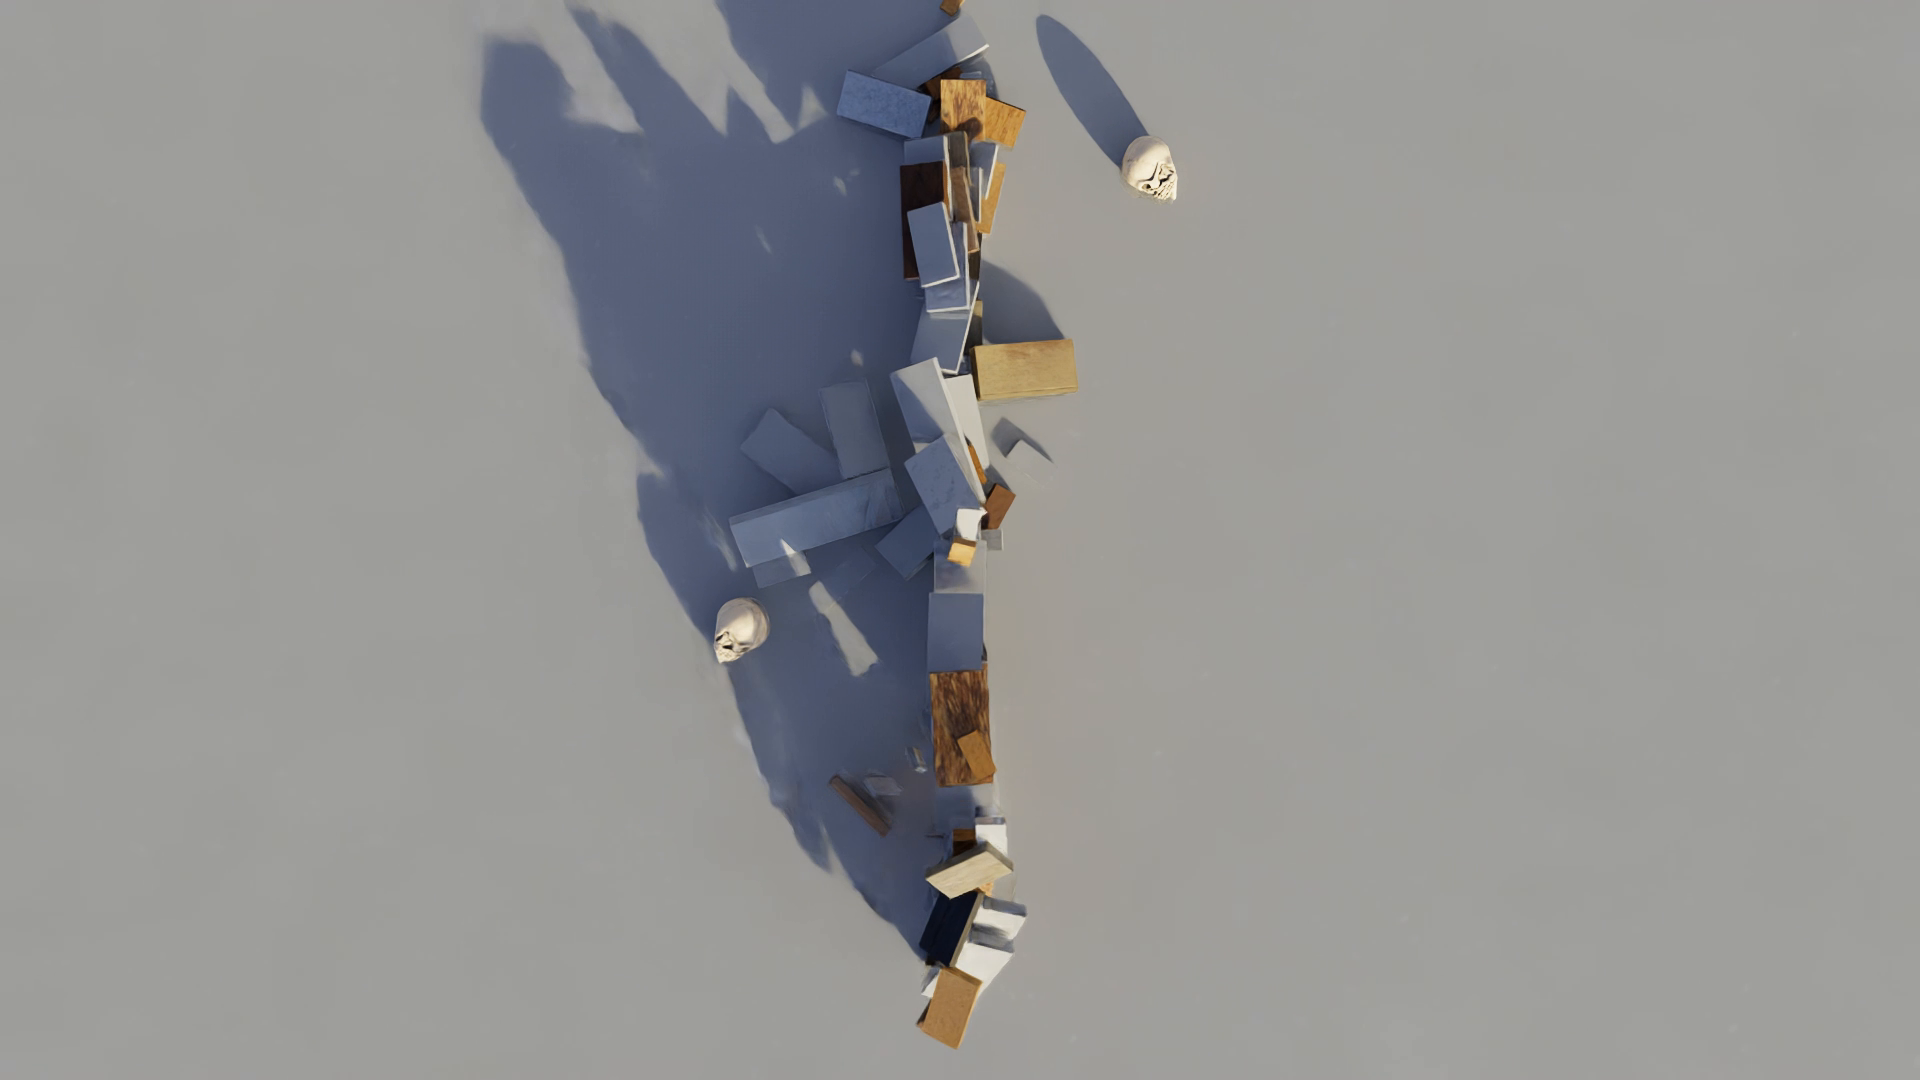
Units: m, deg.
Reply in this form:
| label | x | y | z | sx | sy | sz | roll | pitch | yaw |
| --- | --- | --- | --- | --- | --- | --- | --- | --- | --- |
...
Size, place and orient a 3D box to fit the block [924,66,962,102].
| label | x | y | z | sx | sy | sz | roll | pitch | yaw |
| --- | --- | --- | --- | --- | --- | --- | --- | --- | --- |
| block | -0.046 | -1.512 | 5.470 | 0.136 | 0.019 | 0.068 | -31 | 90 | -18 |

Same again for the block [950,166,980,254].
| label | x | y | z | sx | sy | sz | roll | pitch | yaw |
| --- | --- | --- | --- | --- | --- | --- | --- | --- | --- |
| block | -0.030 | -1.056 | 5.337 | 0.137 | 0.039 | 0.274 | -11 | 88 | 17 |

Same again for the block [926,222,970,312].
| label | x | y | z | sx | sy | sz | roll | pitch | yaw |
| --- | --- | --- | --- | --- | --- | --- | --- | --- | --- |
| block | -0.044 | -0.875 | 5.295 | 0.137 | 0.039 | 0.274 | -3 | 86 | 17 |

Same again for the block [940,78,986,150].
| label | x | y | z | sx | sy | sz | roll | pitch | yaw |
| --- | --- | --- | --- | --- | --- | --- | --- | --- | --- |
| block | 0.009 | -1.364 | 5.422 | 0.146 | 0.041 | 0.292 | 1 | 113 | 0 |

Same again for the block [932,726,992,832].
| label | x | y | z | sx | sy | sz | roll | pitch | yaw |
| --- | --- | --- | --- | --- | --- | --- | --- | --- | --- |
| block | 0.007 | 0.719 | 5.076 | 0.176 | 0.050 | 0.353 | -1 | 91 | 0 |

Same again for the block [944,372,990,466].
| label | x | y | z | sx | sy | sz | roll | pitch | yaw |
| --- | --- | --- | --- | --- | --- | --- | --- | --- | --- |
| block | -0.009 | -0.380 | 5.358 | 0.152 | 0.043 | 0.304 | -11 | 105 | 2 |

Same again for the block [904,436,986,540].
| label | x | y | z | sx | sy | sz | roll | pitch | yaw |
| --- | --- | --- | --- | --- | --- | --- | --- | --- | --- |
| block | -0.048 | -0.166 | 5.184 | 0.156 | 0.044 | 0.312 | -35 | 56 | 11 |

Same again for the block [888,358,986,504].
| label | x | y | z | sx | sy | sz | roll | pitch | yaw |
| --- | --- | --- | --- | --- | --- | --- | --- | --- | --- |
| block | -0.072 | -0.329 | 5.305 | 0.156 | 0.044 | 0.491 | -17 | 97 | 19 |

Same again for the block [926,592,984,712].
| label | x | y | z | sx | sy | sz | roll | pitch | yaw |
| --- | --- | --- | --- | --- | --- | --- | --- | --- | --- |
| block | -0.015 | 0.344 | 5.041 | 0.168 | 0.048 | 0.362 | 1 | 71 | 1 |

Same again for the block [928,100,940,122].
| label | x | y | z | sx | sy | sz | roll | pitch | yaw |
| --- | --- | --- | --- | --- | --- | --- | --- | --- | --- |
| block | -0.085 | -1.441 | 5.478 | 0.050 | 0.014 | 0.101 | 41 | 87 | -6 |

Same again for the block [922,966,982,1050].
| label | x | y | z | sx | sy | sz | roll | pitch | yaw |
| --- | --- | --- | --- | --- | --- | --- | --- | --- | --- |
| block | -0.027 | 1.483 | 5.247 | 0.131 | 0.037 | 0.261 | 24 | 115 | 16 |

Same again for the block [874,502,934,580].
| label | x | y | z | sx | sy | sz | roll | pitch | yaw |
| --- | --- | --- | --- | --- | --- | --- | --- | --- | --- |
| block | -0.118 | -0.026 | 5.447 | 0.304 | 0.043 | 0.152 | -44 | 72 | -3 |

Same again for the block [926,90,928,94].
| label | x | y | z | sx | sy | sz | roll | pitch | yaw |
| --- | --- | --- | --- | --- | --- | --- | --- | --- | --- |
| block | -0.089 | -1.498 | 5.493 | 0.050 | 0.014 | 0.101 | 16 | 90 | 0 |

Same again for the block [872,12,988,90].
| label | x | y | z | sx | sy | sz | roll | pitch | yaw |
| --- | --- | --- | --- | --- | --- | --- | --- | --- | --- |
| block | -0.099 | -1.593 | 5.465 | 0.376 | 0.034 | 0.121 | -30 | 89 | 5 |

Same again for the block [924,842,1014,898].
| label | x | y | z | sx | sy | sz | roll | pitch | yaw |
| --- | --- | --- | --- | --- | --- | --- | --- | --- | --- |
| block | 0.027 | 1.012 | 5.048 | 0.248 | 0.035 | 0.124 | -30 | 122 | 29 |

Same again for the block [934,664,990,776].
| label | x | y | z | sx | sy | sz | roll | pitch | yaw |
| --- | --- | --- | --- | --- | --- | --- | --- | --- | --- |
| block | 0.004 | 0.545 | 5.023 | 0.168 | 0.048 | 0.336 | -1 | 71 | 0 |

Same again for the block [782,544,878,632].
| label | x | y | z | sx | sy | sz | roll | pitch | yaw |
| --- | --- | --- | --- | --- | --- | --- | --- | --- | --- |
| block | -0.433 | 0.163 | 5.487 | 0.344 | 0.026 | 0.090 | -41 | 90 | 0 |

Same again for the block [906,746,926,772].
| label | x | y | z | sx | sy | sz | roll | pitch | yaw |
| --- | --- | --- | --- | --- | --- | --- | --- | --- | --- |
| block | -0.131 | 0.672 | 5.041 | 0.019 | 0.135 | 0.068 | -21 | 76 | 4 |

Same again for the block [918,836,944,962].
| label | x | y | z | sx | sy | sz | roll | pitch | yaw |
| --- | --- | --- | --- | --- | --- | --- | --- | --- | --- |
| block | -0.069 | 1.192 | 5.482 | 0.124 | 0.035 | 0.410 | 2 | 90 | 0 |

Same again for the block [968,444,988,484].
| label | x | y | z | sx | sy | sz | roll | pitch | yaw |
| --- | --- | --- | --- | --- | --- | --- | --- | --- | --- |
| block | 0.035 | -0.237 | 5.356 | 0.065 | 0.018 | 0.130 | -19 | 101 | 13 |

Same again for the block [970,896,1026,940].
| label | x | y | z | sx | sy | sz | roll | pitch | yaw |
| --- | --- | --- | --- | --- | --- | --- | --- | --- | --- |
| block | 0.070 | 1.282 | 5.319 | 0.176 | 0.050 | 0.353 | 15 | 129 | -12 |

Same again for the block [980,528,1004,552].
| label | x | y | z | sx | sy | sz | roll | pitch | yaw |
| --- | --- | --- | --- | --- | --- | --- | --- | --- | --- |
| block | -0.020 | 0.007 | 5.463 | 0.325 | 0.020 | 0.070 | -3 | 90 | 10 |

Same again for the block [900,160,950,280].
| label | x | y | z | sx | sy | sz | roll | pitch | yaw |
| --- | --- | --- | --- | --- | --- | --- | --- | --- | --- |
| block | -0.110 | -1.019 | 5.272 | 0.146 | 0.041 | 0.361 | -3 | 89 | 19 |

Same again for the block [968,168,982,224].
| label | x | y | z | sx | sy | sz | roll | pitch | yaw |
| --- | --- | --- | --- | --- | --- | --- | --- | --- | --- |
| block | 0.024 | -1.122 | 5.379 | 0.088 | 0.025 | 0.176 | 2 | 92 | 17 |

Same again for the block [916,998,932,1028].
| label | x | y | z | sx | sy | sz | roll | pitch | yaw |
| --- | --- | --- | --- | --- | --- | --- | --- | --- | --- |
| block | -0.088 | 1.534 | 5.332 | 0.060 | 0.017 | 0.120 | 21 | 114 | -16 |

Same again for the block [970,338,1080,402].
| label | x | y | z | sx | sy | sz | roll | pitch | yaw |
| --- | --- | --- | --- | --- | --- | --- | --- | --- | --- |
| block | 0.212 | -0.558 | 5.415 | 0.350 | 0.050 | 0.175 | -7 | 90 | -21 |

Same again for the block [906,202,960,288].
| label | x | y | z | sx | sy | sz | roll | pitch | yaw |
| --- | --- | --- | --- | --- | --- | --- | --- | --- | --- |
| block | -0.084 | -0.935 | 5.222 | 0.122 | 0.034 | 0.243 | -13 | 85 | 18 |

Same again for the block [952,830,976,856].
| label | x | y | z | sx | sy | sz | roll | pitch | yaw |
| --- | --- | --- | --- | --- | --- | --- | --- | --- | --- |
| block | 0.042 | 0.979 | 5.140 | 0.131 | 0.281 | 0.037 | -1 | 55 | 0 |

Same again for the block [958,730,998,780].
| label | x | y | z | sx | sy | sz | roll | pitch | yaw |
| --- | --- | --- | --- | --- | --- | --- | --- | --- | --- |
| block | 0.051 | 0.639 | 4.893 | 0.068 | 0.019 | 0.135 | -27 | 86 | -1 |

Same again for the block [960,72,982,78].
| label | x | y | z | sx | sy | sz | roll | pitch | yaw |
| --- | --- | --- | --- | --- | --- | --- | --- | --- | --- |
| block | 0.042 | -1.478 | 5.463 | 0.068 | 0.019 | 0.136 | -6 | 97 | 4 |

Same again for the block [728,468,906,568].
| label | x | y | z | sx | sy | sz | roll | pitch | yaw |
| --- | --- | --- | --- | --- | --- | --- | --- | --- | --- |
| block | -0.467 | -0.073 | 5.429 | 0.553 | 0.050 | 0.175 | -17 | 125 | 0 |

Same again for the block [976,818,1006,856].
| label | x | y | z | sx | sy | sz | roll | pitch | yaw |
| --- | --- | --- | --- | --- | --- | --- | --- | --- | --- |
| block | 0.095 | 0.908 | 4.994 | 0.090 | 0.026 | 0.181 | -2 | 132 | 1 |

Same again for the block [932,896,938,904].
| label | x | y | z | sx | sy | sz | roll | pitch | yaw |
| --- | --- | --- | --- | --- | --- | --- | --- | --- | --- |
| block | -0.015 | 1.206 | 5.346 | 0.075 | 0.021 | 0.150 | -25 | 116 | 20 |

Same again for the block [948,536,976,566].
| label | x | y | z | sx | sy | sz | roll | pitch | yaw |
| --- | --- | --- | --- | --- | --- | --- | --- | --- | --- |
| block | 0.005 | 0.036 | 5.062 | 0.070 | 0.140 | 0.020 | 14 | 64 | -2 |
